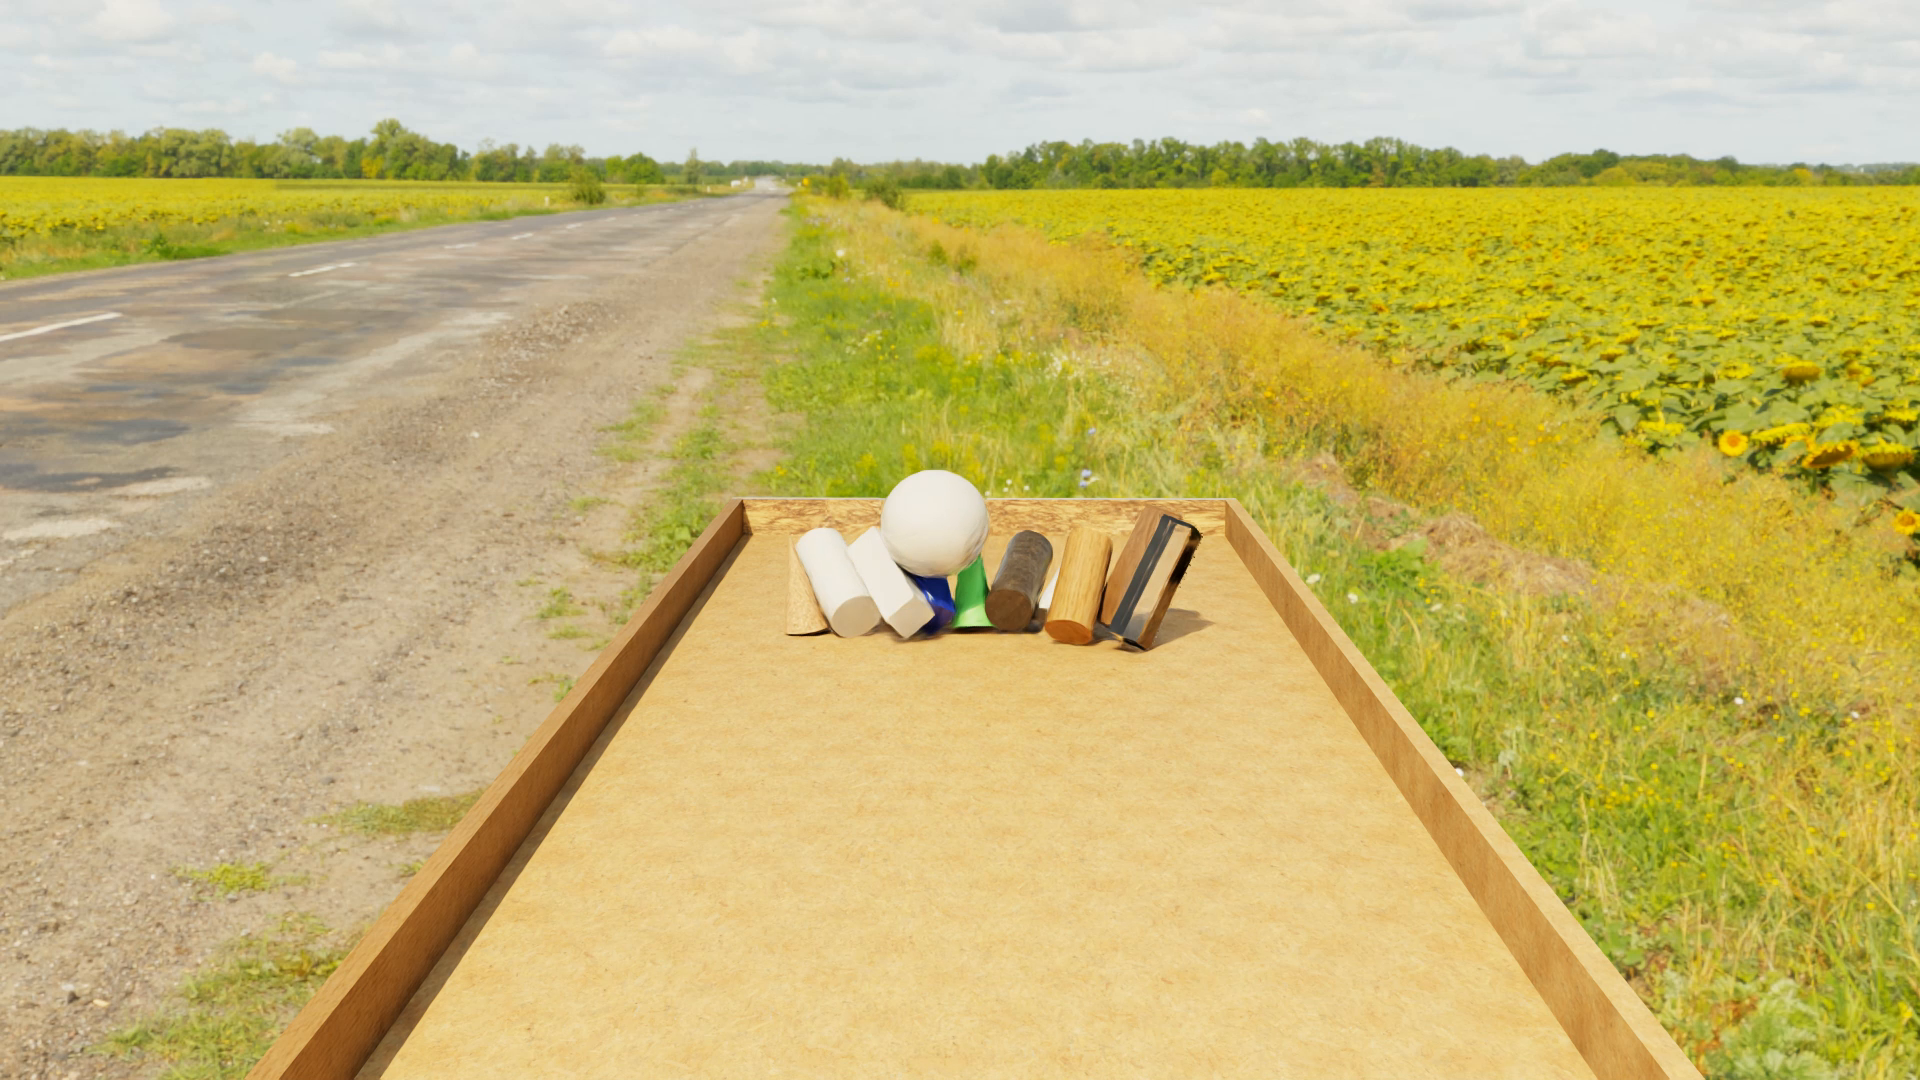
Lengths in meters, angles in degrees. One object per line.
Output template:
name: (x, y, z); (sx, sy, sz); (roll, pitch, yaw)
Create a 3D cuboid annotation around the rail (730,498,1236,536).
rail: (0.099, -0.098, 9.147); (2.100, 0.150, 0.050); (0, 9, 1)

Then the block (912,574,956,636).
block: (-0.131, 0.110, 7.149); (0.116, 0.116, 0.400); (26, 33, -36)

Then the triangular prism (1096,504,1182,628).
triangular prism: (0.557, 0.092, 6.990); (0.125, 0.412, 0.144); (26, -10, 8)

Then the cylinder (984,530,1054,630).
cylinder: (0.195, 0.130, 7.178); (0.157, 0.157, 0.373); (2, 31, 13)

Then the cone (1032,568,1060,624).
cone: (0.352, 0.114, 7.176); (0.150, 0.321, 0.150); (16, -22, 7)

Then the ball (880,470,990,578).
ball: (-0.079, -0.050, 6.962); (0.346, 0.346, 0.346); (0, 9, 0)

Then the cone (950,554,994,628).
cone: (0.036, 0.073, 7.145); (0.152, 0.418, 0.152); (-2, -3, 0)

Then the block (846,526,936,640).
block: (-0.223, 0.132, 7.017); (0.121, 0.121, 0.388); (43, 10, -41)

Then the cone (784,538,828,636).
cone: (-0.523, 0.136, 7.082); (0.143, 0.316, 0.143); (-9, 7, 1)

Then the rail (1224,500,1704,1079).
rail: (1.046, 0.843, 3.208); (0.050, 0.150, 12.000); (0, 9, 1)

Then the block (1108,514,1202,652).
block: (0.606, 0.133, 6.830); (0.105, 0.405, 0.105); (22, -9, 28)

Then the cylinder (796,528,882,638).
cylinder: (-0.396, 0.135, 7.121); (0.172, 0.172, 0.364); (-4, 38, -25)

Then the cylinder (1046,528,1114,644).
cylinder: (0.379, 0.147, 6.952); (0.150, 0.342, 0.150); (11, -31, 7)

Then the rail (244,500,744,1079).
rail: (-1.004, 0.839, 3.234); (0.050, 0.150, 12.000); (0, 9, 1)
